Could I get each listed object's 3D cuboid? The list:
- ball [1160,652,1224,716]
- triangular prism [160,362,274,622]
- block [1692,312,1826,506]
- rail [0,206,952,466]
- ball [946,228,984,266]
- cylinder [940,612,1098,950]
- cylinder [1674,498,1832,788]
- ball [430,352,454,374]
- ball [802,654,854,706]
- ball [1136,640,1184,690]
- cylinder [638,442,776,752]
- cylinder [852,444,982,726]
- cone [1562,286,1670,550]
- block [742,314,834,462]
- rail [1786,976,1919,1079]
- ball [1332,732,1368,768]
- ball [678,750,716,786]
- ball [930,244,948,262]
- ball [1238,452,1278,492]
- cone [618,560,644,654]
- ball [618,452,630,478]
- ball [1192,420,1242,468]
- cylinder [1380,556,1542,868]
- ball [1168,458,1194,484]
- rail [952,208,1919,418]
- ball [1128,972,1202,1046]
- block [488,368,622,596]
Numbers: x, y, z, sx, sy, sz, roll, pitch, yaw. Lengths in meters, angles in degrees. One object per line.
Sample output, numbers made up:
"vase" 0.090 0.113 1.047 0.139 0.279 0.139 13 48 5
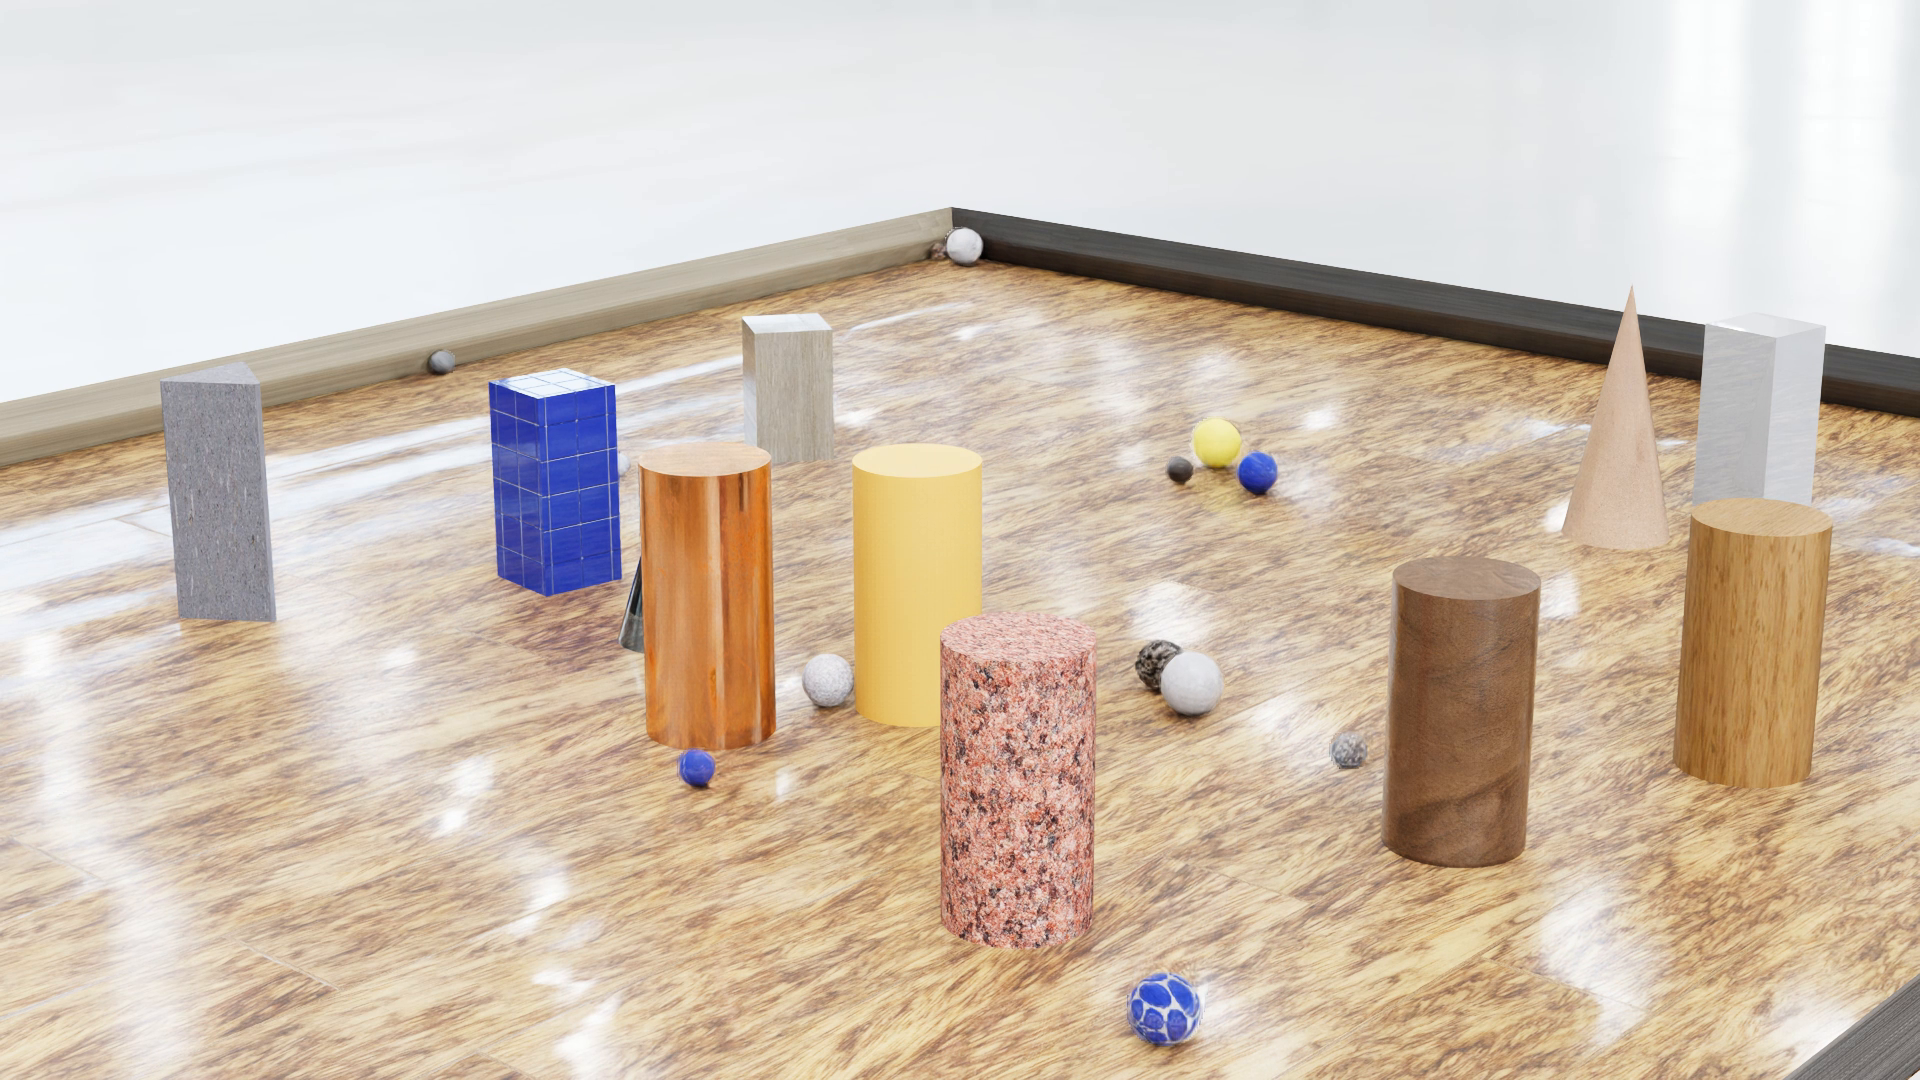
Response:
"ball" 0.360 0.223 4.544 0.099 0.099 0.099 0 17 0
"triangular prism" -1.241 -0.085 5.016 0.172 0.416 0.149 2 17 8
"block" 1.529 -0.236 5.613 0.159 0.360 0.159 -14 21 -38
"rail" -1.513 -0.346 6.378 0.045 0.129 4.598 14 22 39
"ball" 0.013 -0.791 7.909 0.099 0.099 0.099 0 17 0
"cylinder" 0.074 0.307 3.767 0.199 0.386 0.199 0 17 0
"cylinder" 1.160 0.149 4.298 0.199 0.382 0.199 0 17 0
"ball" -1.185 -0.405 6.704 0.054 0.054 0.054 0 17 0
"ball" -0.206 0.219 4.584 0.083 0.083 0.083 0 17 0
"ball" 0.320 0.198 4.656 0.081 0.081 0.081 0 17 0
"cylinder" -0.381 0.084 4.435 0.199 0.428 0.199 0 17 0
"cylinder" -0.065 0.068 4.539 0.199 0.397 0.199 0 17 0
"cone" 1.228 -0.241 5.424 0.199 0.480 0.199 0 17 0
"block" -0.354 -0.313 6.023 0.159 0.271 0.159 -4 17 -13
"rail" 1.513 0.411 3.862 0.045 0.129 4.598 14 22 39
"ball" 0.575 0.311 4.331 0.053 0.053 0.053 0 17 0
"ball" -0.382 0.331 4.263 0.053 0.053 0.053 0 17 0
"ball" -0.055 -0.780 7.957 0.050 0.050 0.050 0 17 0
"ball" 0.584 -0.133 5.755 0.081 0.081 0.081 0 17 0
"cone" -0.475 0.003 4.868 0.199 0.333 0.199 0 17 0
"ball" -0.687 -0.149 5.859 0.052 0.052 0.052 0 17 0
"ball" 0.519 -0.195 5.931 0.099 0.099 0.099 0 17 0
"cylinder" 0.684 0.234 4.016 0.199 0.383 0.199 0 17 0
"ball" 0.438 -0.138 5.824 0.051 0.051 0.051 0 17 0
"rail" 1.492 -0.463 6.765 4.055 0.129 0.045 14 22 39
"ball" 0.242 0.554 3.466 0.086 0.086 0.086 0 17 0
"block" -0.714 -0.104 5.182 0.159 0.357 0.159 -14 22 -38
